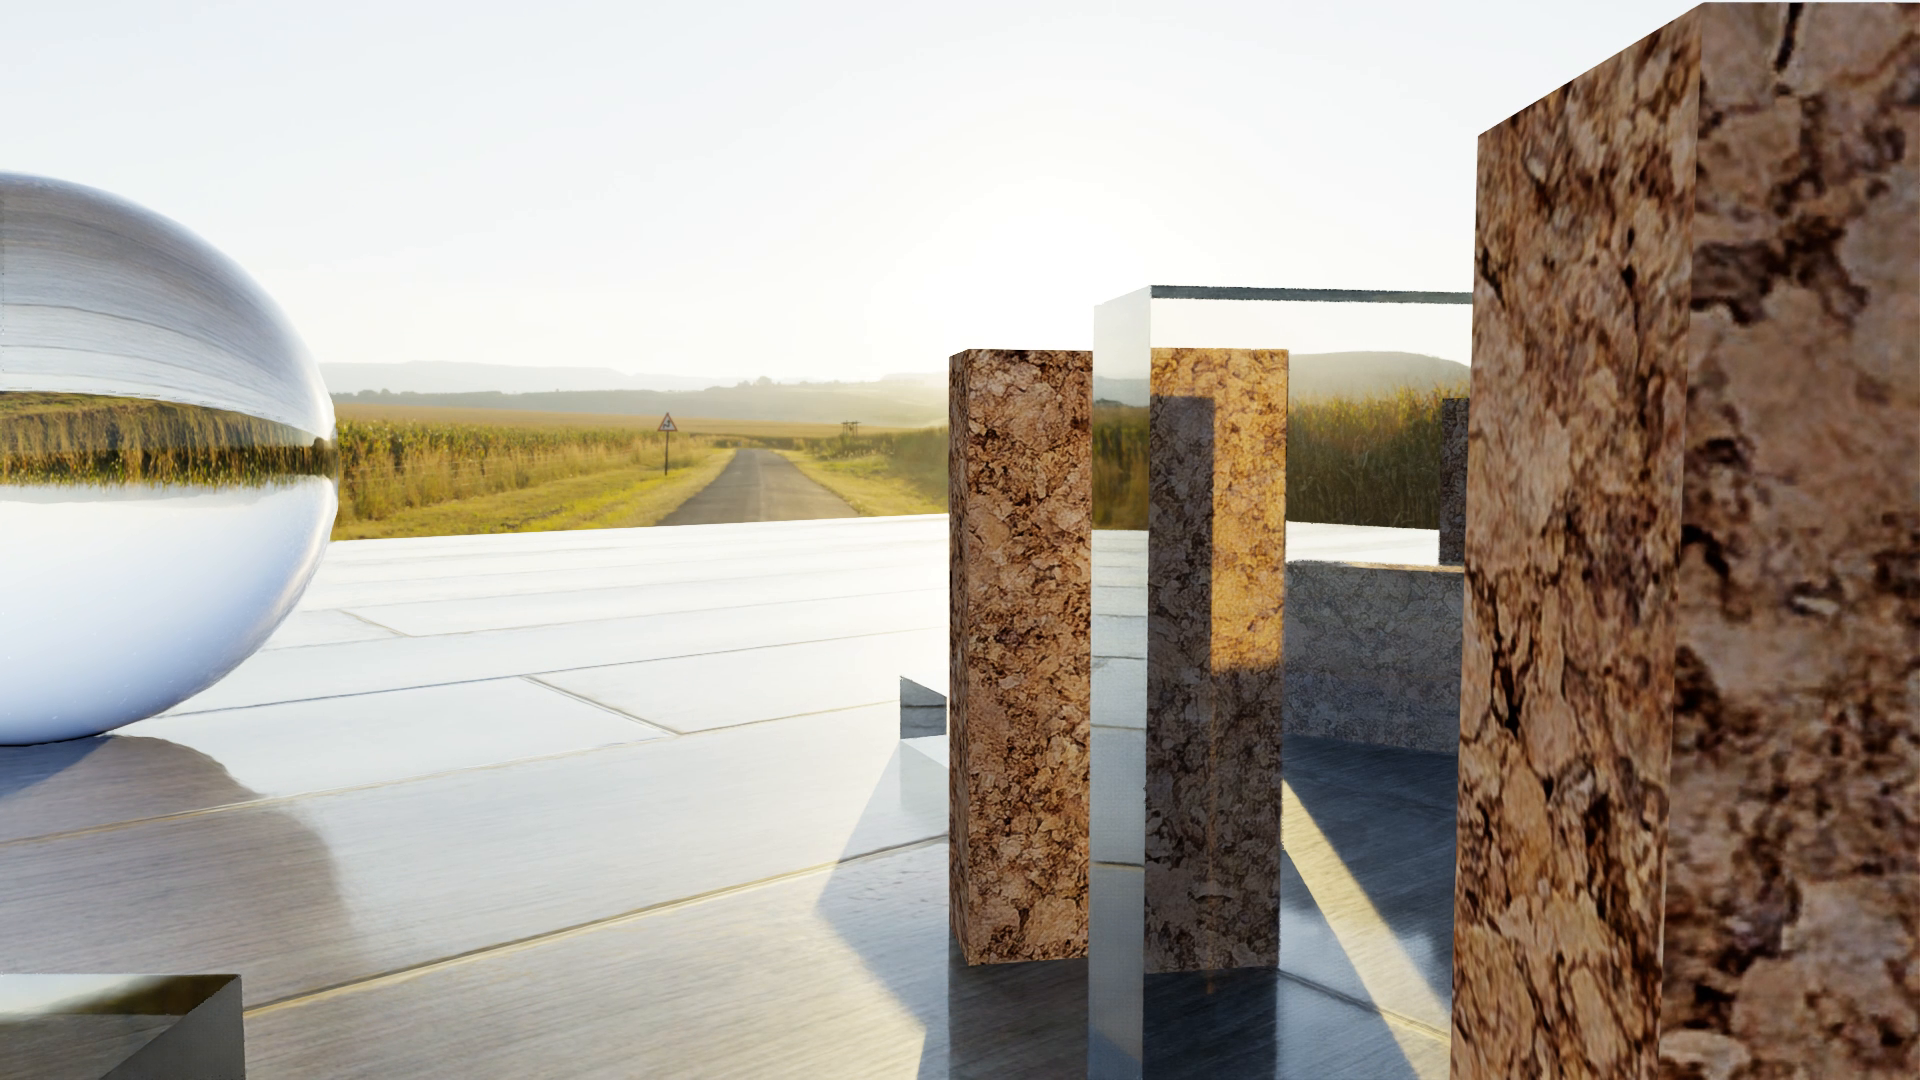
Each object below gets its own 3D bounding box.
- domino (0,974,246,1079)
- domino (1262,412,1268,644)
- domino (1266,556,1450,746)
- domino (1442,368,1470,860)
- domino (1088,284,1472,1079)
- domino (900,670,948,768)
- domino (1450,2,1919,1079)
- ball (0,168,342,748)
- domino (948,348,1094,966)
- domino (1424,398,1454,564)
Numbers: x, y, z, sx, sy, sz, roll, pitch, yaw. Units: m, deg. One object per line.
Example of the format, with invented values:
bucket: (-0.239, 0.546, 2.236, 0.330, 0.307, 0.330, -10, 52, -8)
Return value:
domino: (-0.057, 0.034, 0.055, 0.025, 0.010, 0.050, 0, 4, 0)
domino: (0.053, -0.001, 0.244, 0.009, 0.050, 0.025, 1, 4, 14)
domino: (0.070, 0.016, 0.184, 0.050, 0.025, 0.009, 3, 5, 31)
domino: (0.058, 0.009, 0.121, 0.009, 0.050, 0.025, -1, 4, -14)
domino: (0.020, 0.012, 0.069, 0.025, 0.050, 0.009, -1, 4, -11)
domino: (0.013, 0.025, 0.167, 0.025, 0.010, 0.050, -2, 5, -23)
domino: (0.025, 0.015, 0.028, 0.025, 0.050, 0.010, 0, 4, 0)
ball: (-0.132, -0.011, 0.182, 0.080, 0.080, 0.080, 0, 4, 0)
domino: (0.012, 0.009, 0.110, 0.025, 0.050, 0.010, -1, 4, -10)
domino: (0.090, 0.001, 0.227, 0.009, 0.050, 0.025, 3, 5, 34)
